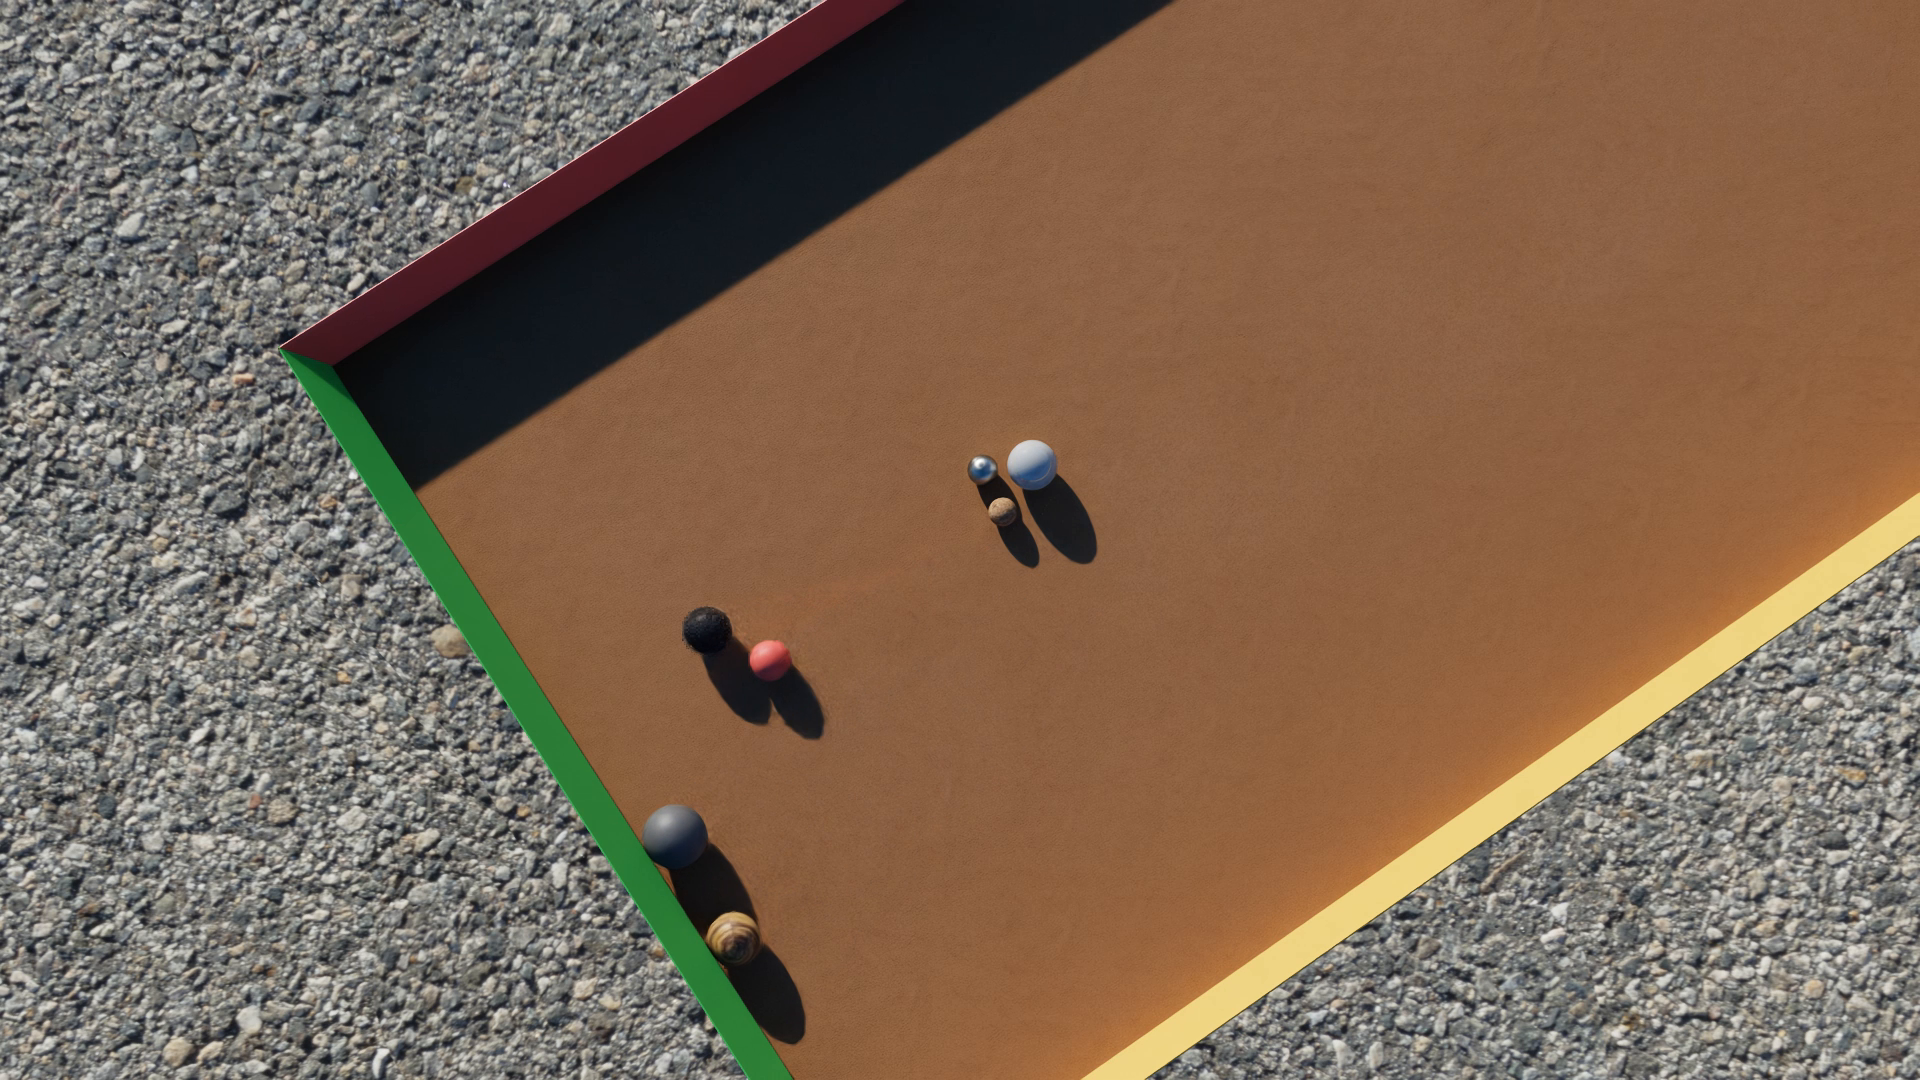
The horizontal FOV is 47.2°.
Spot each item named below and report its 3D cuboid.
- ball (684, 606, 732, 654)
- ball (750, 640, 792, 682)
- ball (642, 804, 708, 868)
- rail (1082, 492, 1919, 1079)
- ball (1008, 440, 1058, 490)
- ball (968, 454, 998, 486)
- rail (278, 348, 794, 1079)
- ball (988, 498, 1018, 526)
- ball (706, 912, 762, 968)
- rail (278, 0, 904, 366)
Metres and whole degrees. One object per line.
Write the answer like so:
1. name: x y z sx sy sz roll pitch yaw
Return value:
1. ball: -0.374 0.134 3.258 0.072 0.072 0.072 0 80 0
2. ball: -0.281 0.178 3.255 0.061 0.061 0.061 0 80 0
3. ball: -0.414 0.431 3.195 0.093 0.093 0.093 0 80 0
4. rail: 0.994 0.244 3.212 2.724 0.121 0.045 -34 82 -5
5. ball: 0.109 -0.112 3.298 0.076 0.076 0.076 0 80 0
6. ball: 0.034 -0.106 3.312 0.047 0.047 0.047 0 80 0
7. rail: -0.544 0.358 3.193 0.045 0.121 1.581 -34 82 -5
8. ball: 0.064 -0.042 3.303 0.043 0.043 0.043 0 80 0
9. ball: -0.327 0.577 3.177 0.079 0.079 0.079 0 80 0
10. rail: 0.134 -1.007 3.429 2.724 0.121 0.045 -34 82 -5
